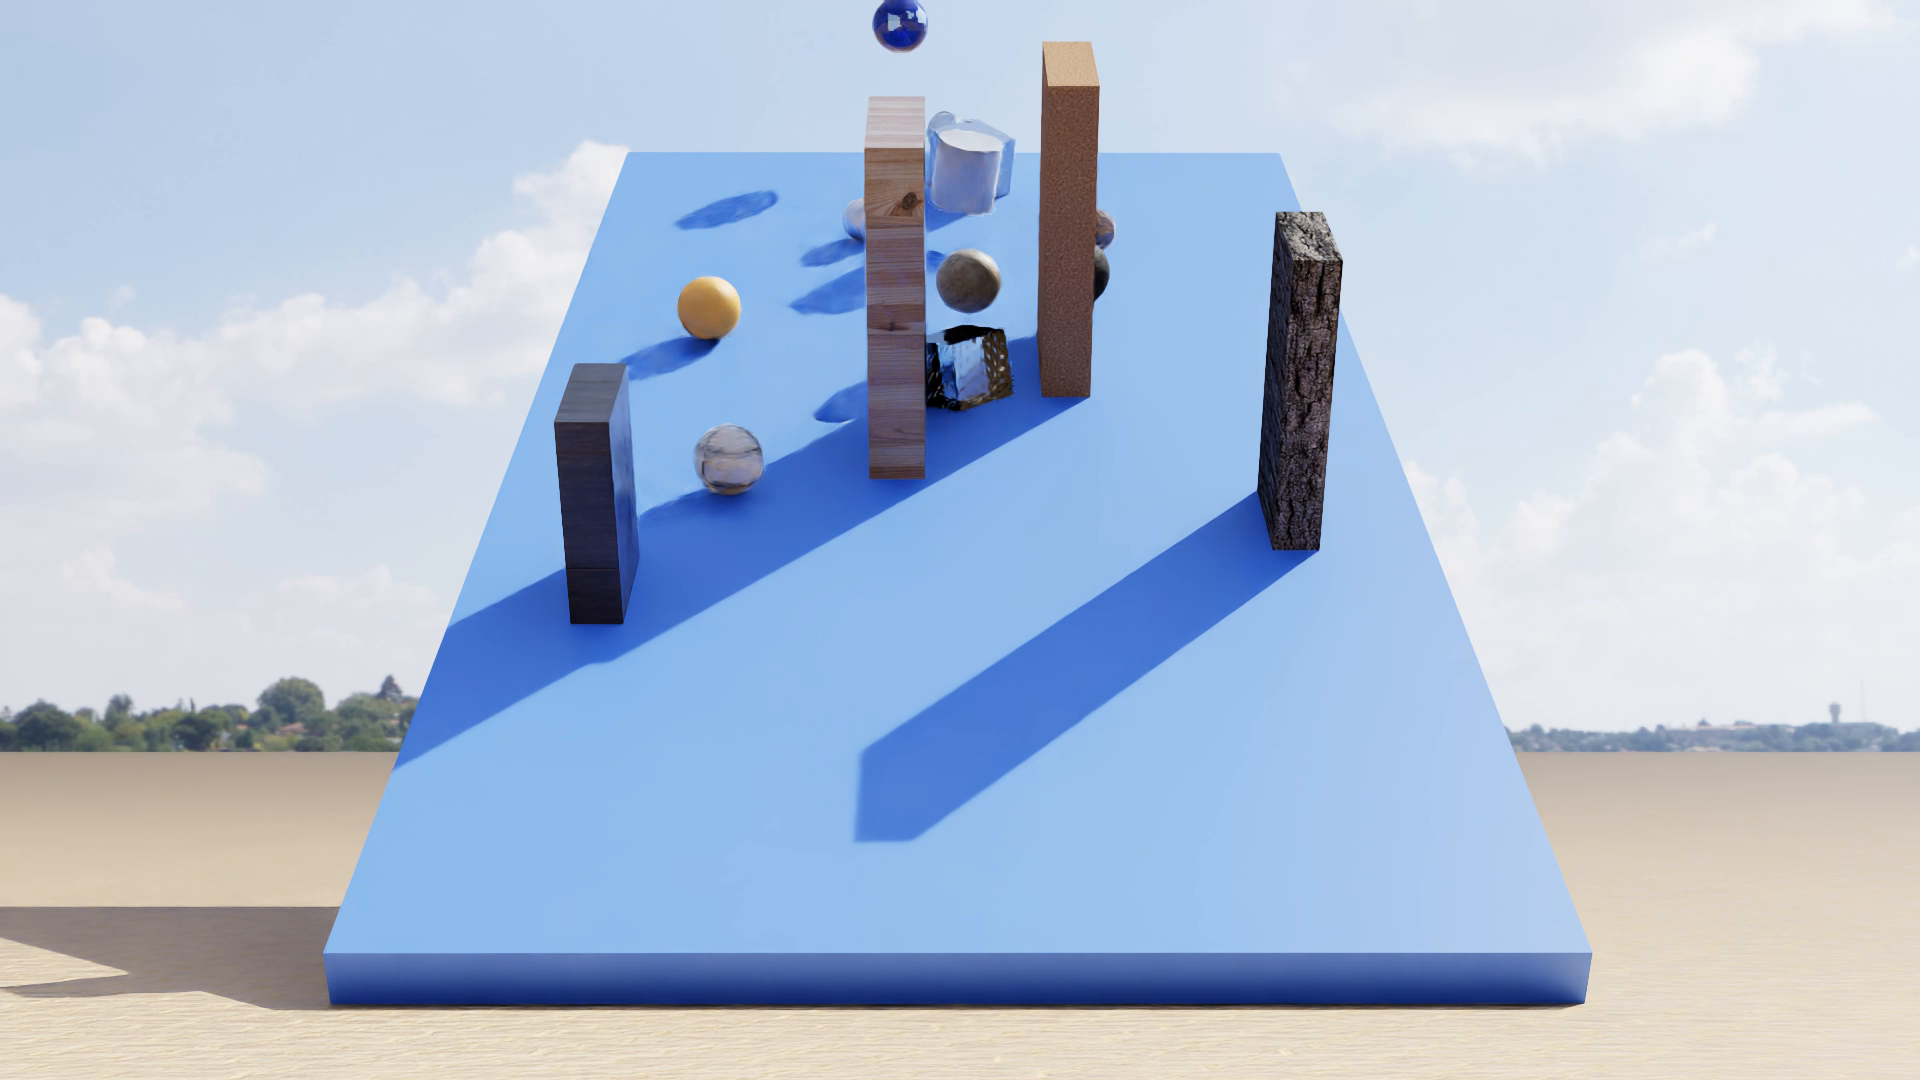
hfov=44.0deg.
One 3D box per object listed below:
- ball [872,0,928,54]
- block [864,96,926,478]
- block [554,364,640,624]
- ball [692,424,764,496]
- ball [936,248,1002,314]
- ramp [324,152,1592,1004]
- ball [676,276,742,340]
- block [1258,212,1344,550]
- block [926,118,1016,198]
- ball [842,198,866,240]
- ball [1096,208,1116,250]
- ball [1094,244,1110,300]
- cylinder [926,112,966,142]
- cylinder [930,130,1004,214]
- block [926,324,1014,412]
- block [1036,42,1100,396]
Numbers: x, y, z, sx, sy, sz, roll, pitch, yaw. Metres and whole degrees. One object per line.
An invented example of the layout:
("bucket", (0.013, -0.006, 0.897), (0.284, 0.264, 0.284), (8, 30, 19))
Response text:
("ball", (-0.180, -1.561, 7.200), (0.173, 0.173, 0.173), (0, -5, 0))
("block", (-0.139, -0.556, 5.247), (0.123, 0.759, 0.365), (0, 27, 0))
("block", (-0.714, -0.093, 4.701), (0.104, 0.436, 0.282), (0, 27, 0))
("ball", (-0.503, -0.175, 5.166), (0.155, 0.155, 0.155), (0, -5, 0))
("ball", (0.021, -0.636, 5.841), (0.161, 0.161, 0.161), (0, -5, 0))
("ramp", (-0.011, -0.225, 5.543), (2.000, 0.100, 4.000), (0, 27, 0))
("ball", (-0.627, -0.580, 5.942), (0.160, 0.160, 0.160), (0, -5, 0))
("block", (0.702, -0.329, 4.941), (0.098, 0.642, 0.284), (0, 27, 0))
("block", (0.031, -1.098, 6.907), (0.172, 0.172, 0.172), (-22, 43, -37))
("ball", (-0.267, -0.888, 6.583), (0.119, 0.119, 0.119), (0, -5, 0))
("ball", (0.368, -0.848, 6.507), (0.120, 0.120, 0.120), (0, -5, 0))
("ball", (0.292, -0.676, 5.993), (0.172, 0.172, 0.172), (0, -5, 0))
("cylinder", (-0.022, -1.213, 7.095), (0.111, 0.111, 0.111), (-3, -7, 35))
("cylinder", (0.017, -1.010, 6.523), (0.179, 0.179, 0.179), (8, 27, -4))
("block", (0.005, -0.405, 5.573), (0.158, 0.158, 0.158), (-20, 20, -34))
("block", (0.253, -0.761, 5.646), (0.115, 0.758, 0.365), (0, 27, 0))
